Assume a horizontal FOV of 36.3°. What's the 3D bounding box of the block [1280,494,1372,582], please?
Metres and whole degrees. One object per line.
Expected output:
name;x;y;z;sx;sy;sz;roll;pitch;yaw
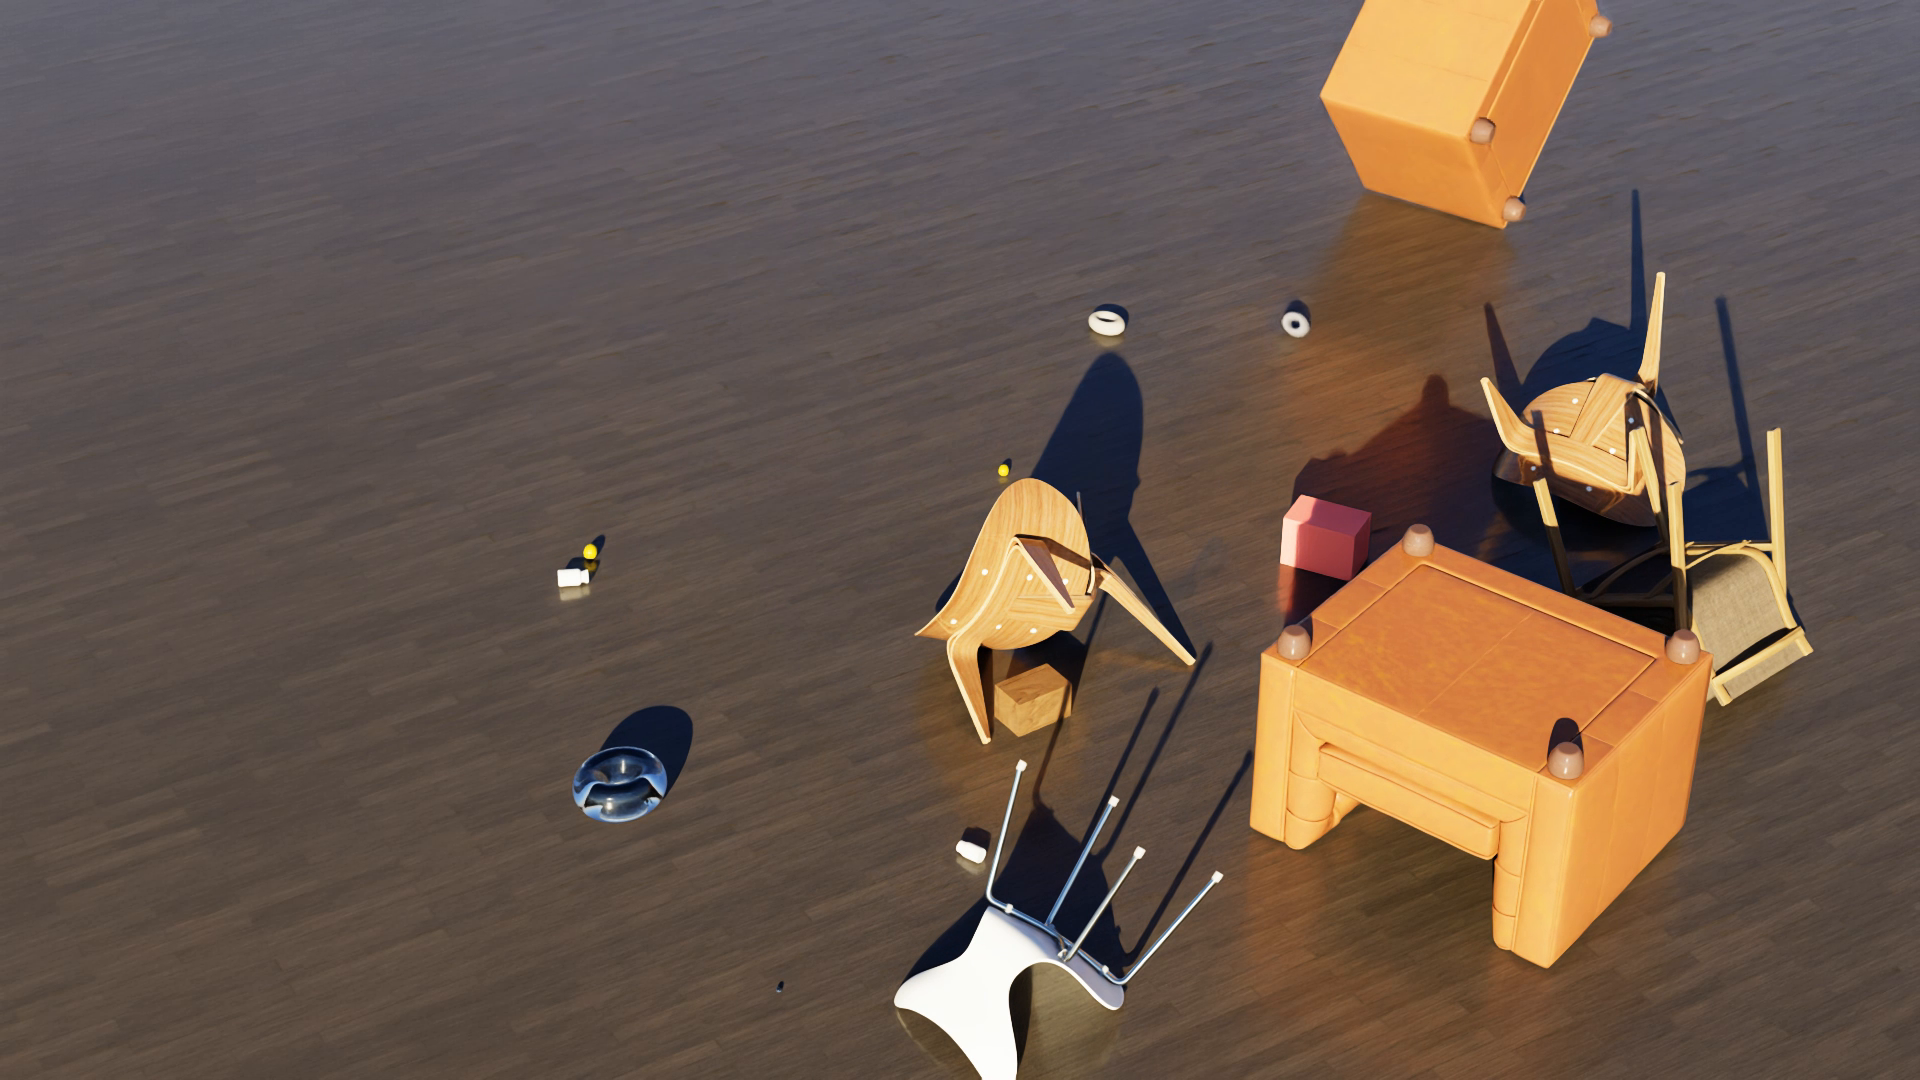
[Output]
block;1.344;-0.007;10.774;0.276;0.199;0.176;16;36;22

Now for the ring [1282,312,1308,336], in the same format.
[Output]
ring;1.399;-0.899;12.225;0.124;0.059;0.098;41;93;20

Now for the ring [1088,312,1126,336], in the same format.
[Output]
ring;0.615;-0.908;12.269;0.170;0.059;0.126;24;42;33

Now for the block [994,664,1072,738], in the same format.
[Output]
block;0.249;0.545;9.995;0.218;0.135;0.143;-21;39;-28

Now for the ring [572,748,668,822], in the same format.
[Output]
ring;-1.114;0.800;9.601;0.314;0.145;0.280;-16;38;-21
